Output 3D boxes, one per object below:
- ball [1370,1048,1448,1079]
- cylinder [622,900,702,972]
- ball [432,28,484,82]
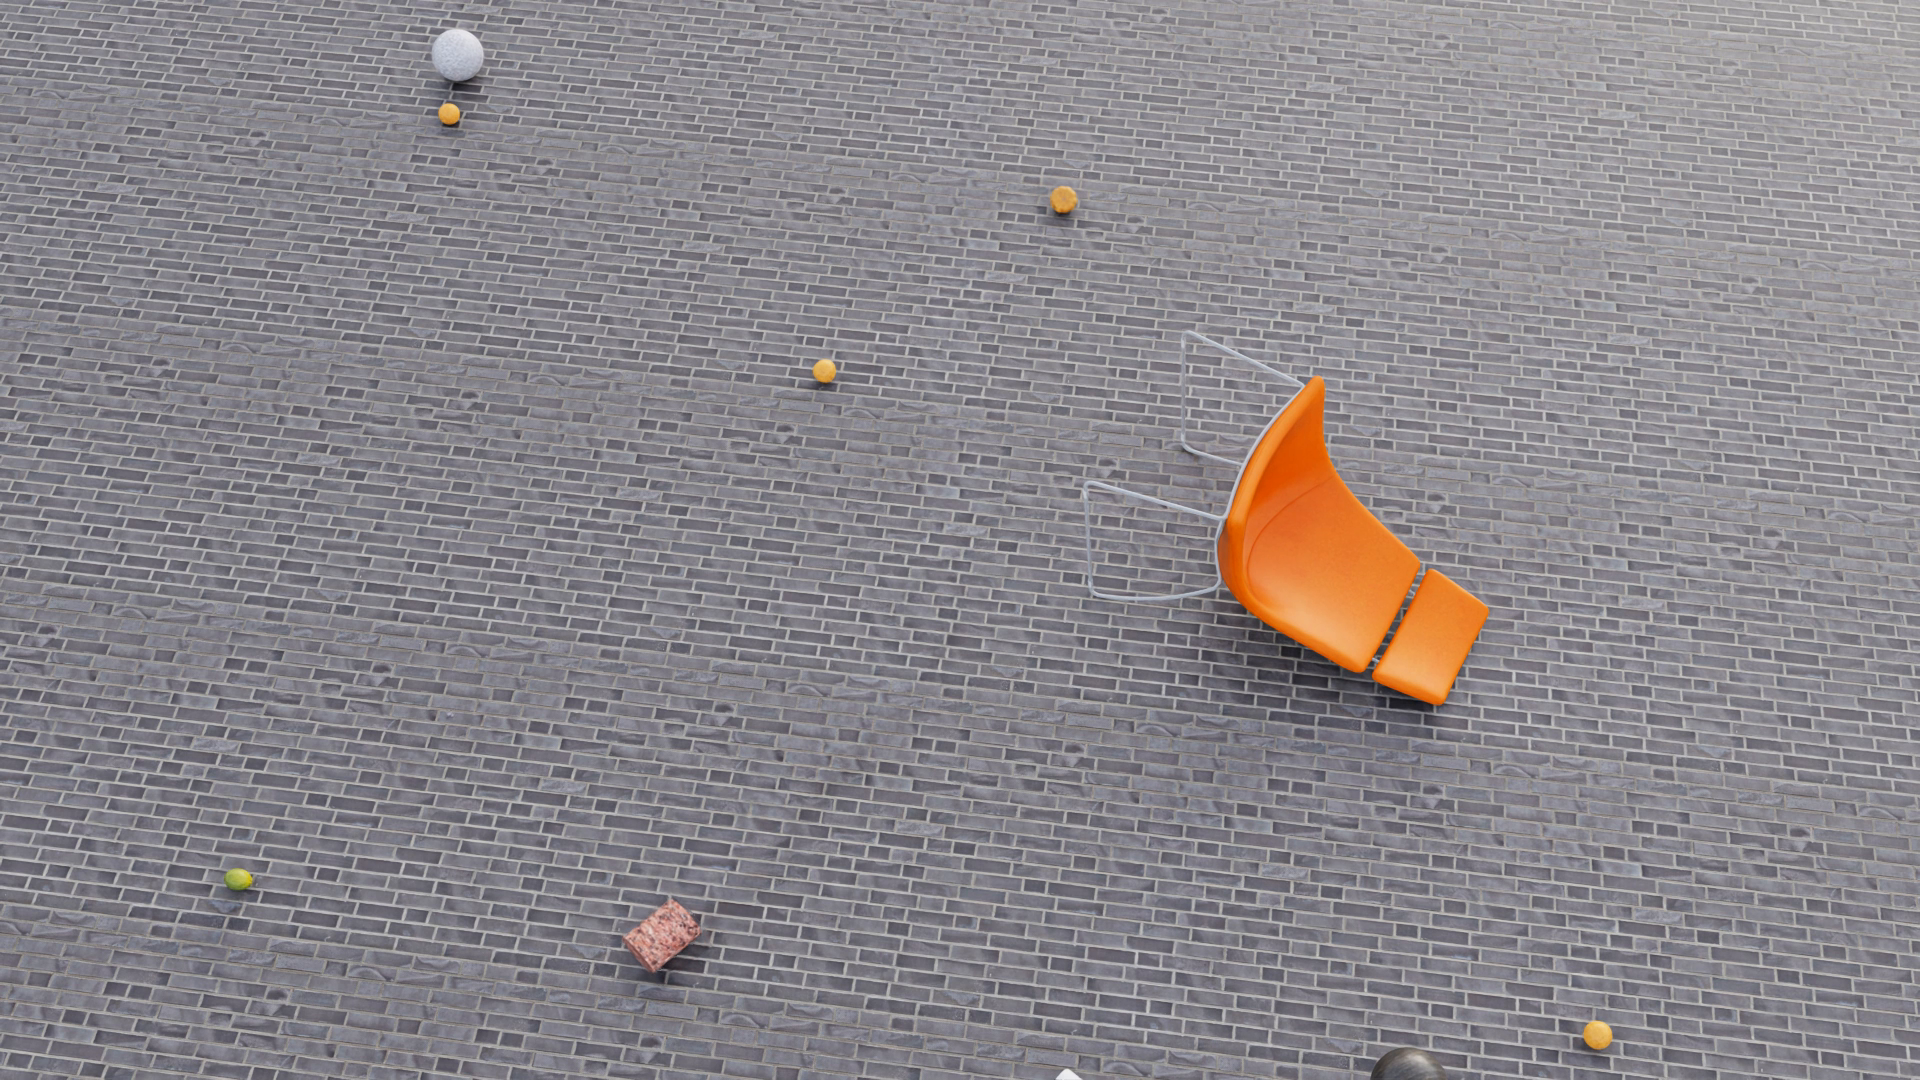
[{"bbox_3d":[1.130,1.377,5.531,0.197,0.197,0.197,0,56,0],"label":"ball"},{"bbox_3d":[-0.788,1.046,5.816,0.163,0.088,0.138,-38,49,-22],"label":"cylinder"},{"bbox_3d":[-1.734,-1.673,7.590,0.177,0.177,0.177,0,56,0],"label":"ball"}]
